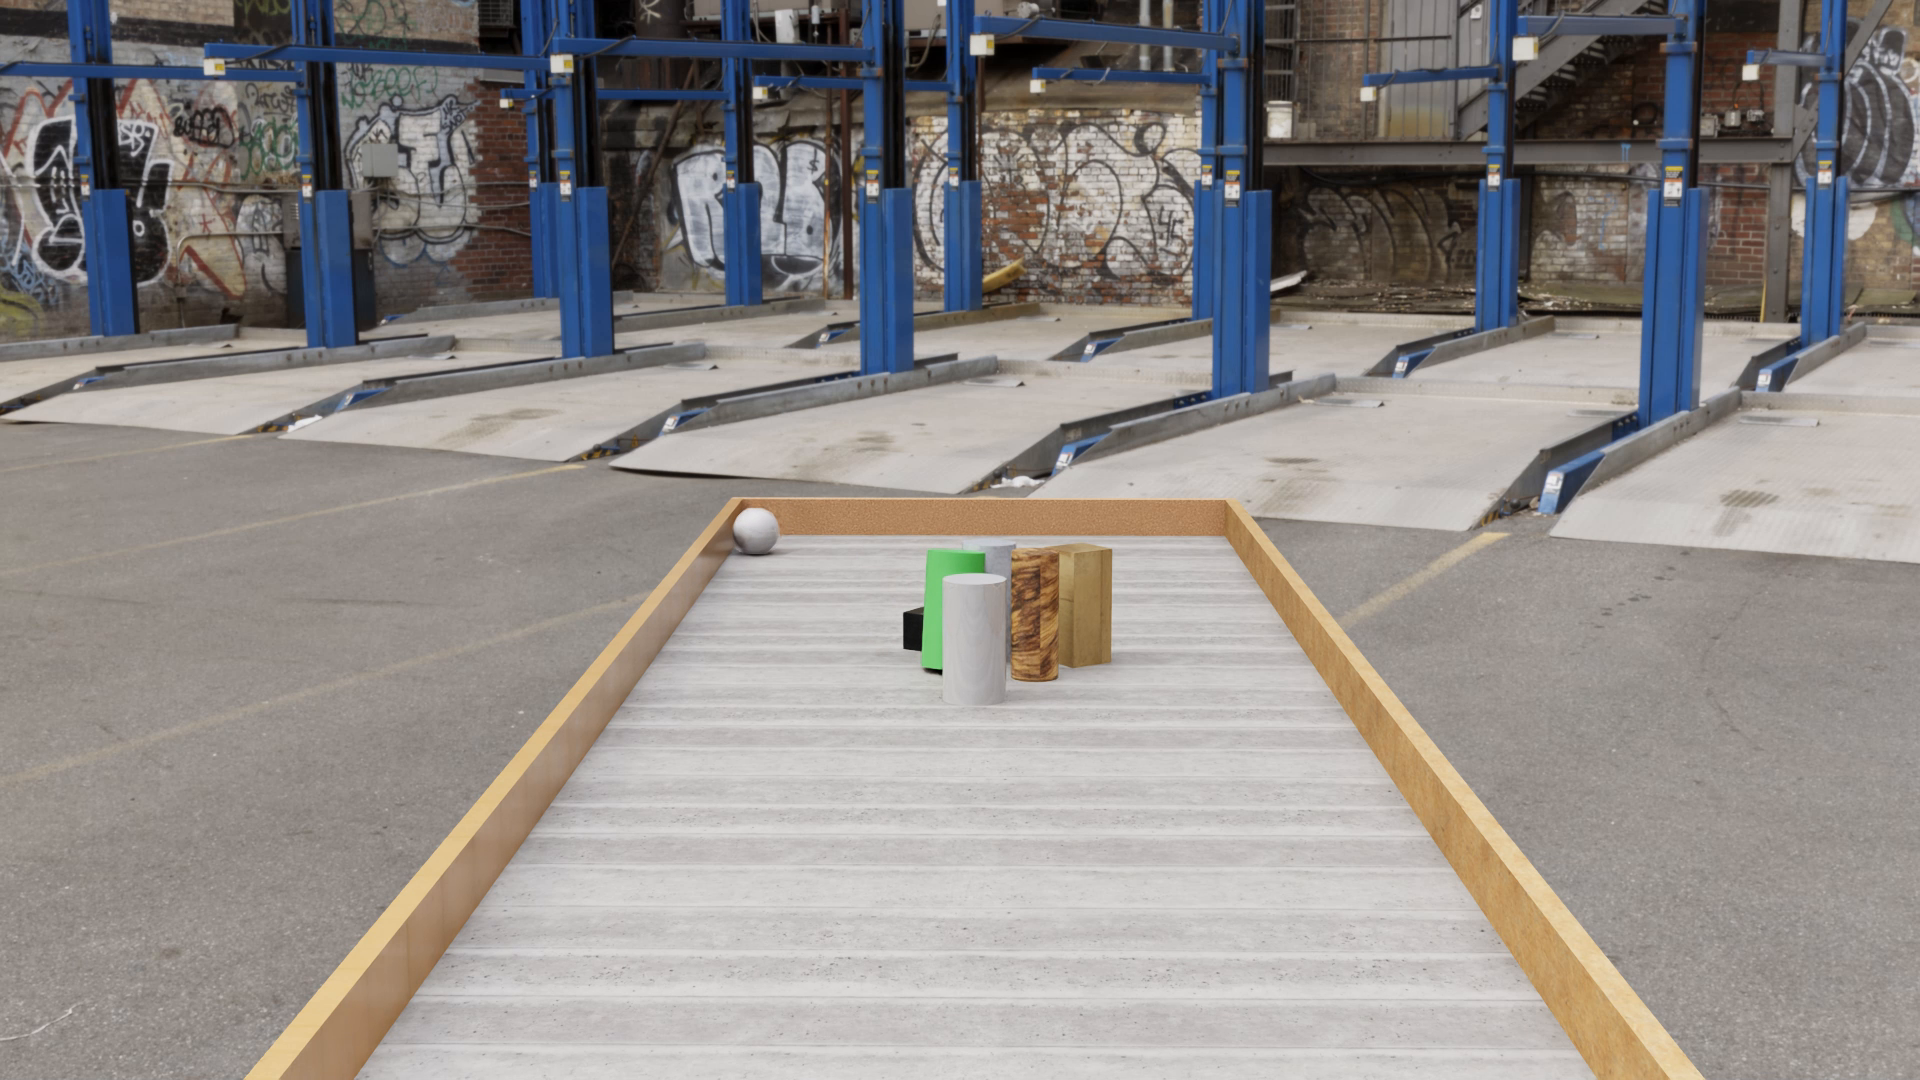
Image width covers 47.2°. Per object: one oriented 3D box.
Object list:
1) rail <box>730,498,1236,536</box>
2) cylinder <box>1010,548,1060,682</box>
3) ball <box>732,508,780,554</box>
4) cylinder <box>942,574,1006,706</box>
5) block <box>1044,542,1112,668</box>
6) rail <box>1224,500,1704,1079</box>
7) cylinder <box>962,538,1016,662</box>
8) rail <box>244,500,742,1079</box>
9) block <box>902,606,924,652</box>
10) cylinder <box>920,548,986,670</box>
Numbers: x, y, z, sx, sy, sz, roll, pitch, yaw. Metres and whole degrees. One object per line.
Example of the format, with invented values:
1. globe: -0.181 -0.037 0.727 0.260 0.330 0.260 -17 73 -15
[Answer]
1. rail: 0.099 -0.098 9.147 2.100 0.150 0.050 0 9 1
2. cylinder: 0.220 0.218 6.440 0.140 0.374 0.140 0 9 0
3. ball: -0.802 -0.037 8.649 0.185 0.185 0.185 0 9 0
4. cylinder: 0.040 0.278 6.163 0.179 0.343 0.179 0 9 0
5. block: 0.357 0.196 6.660 0.145 0.349 0.145 -6 11 -34
6. rail: 1.046 0.843 3.208 0.050 0.150 12.000 0 9 1
7. cylinder: 0.085 0.183 6.701 0.165 0.356 0.165 1 8 0
8. rail: -1.004 0.839 3.234 0.050 0.150 12.000 0 9 1
9. block: -0.030 0.264 6.970 0.117 0.117 0.359 6 11 33
10. cylinder: -0.020 0.206 6.550 0.174 0.346 0.174 3 3 0
